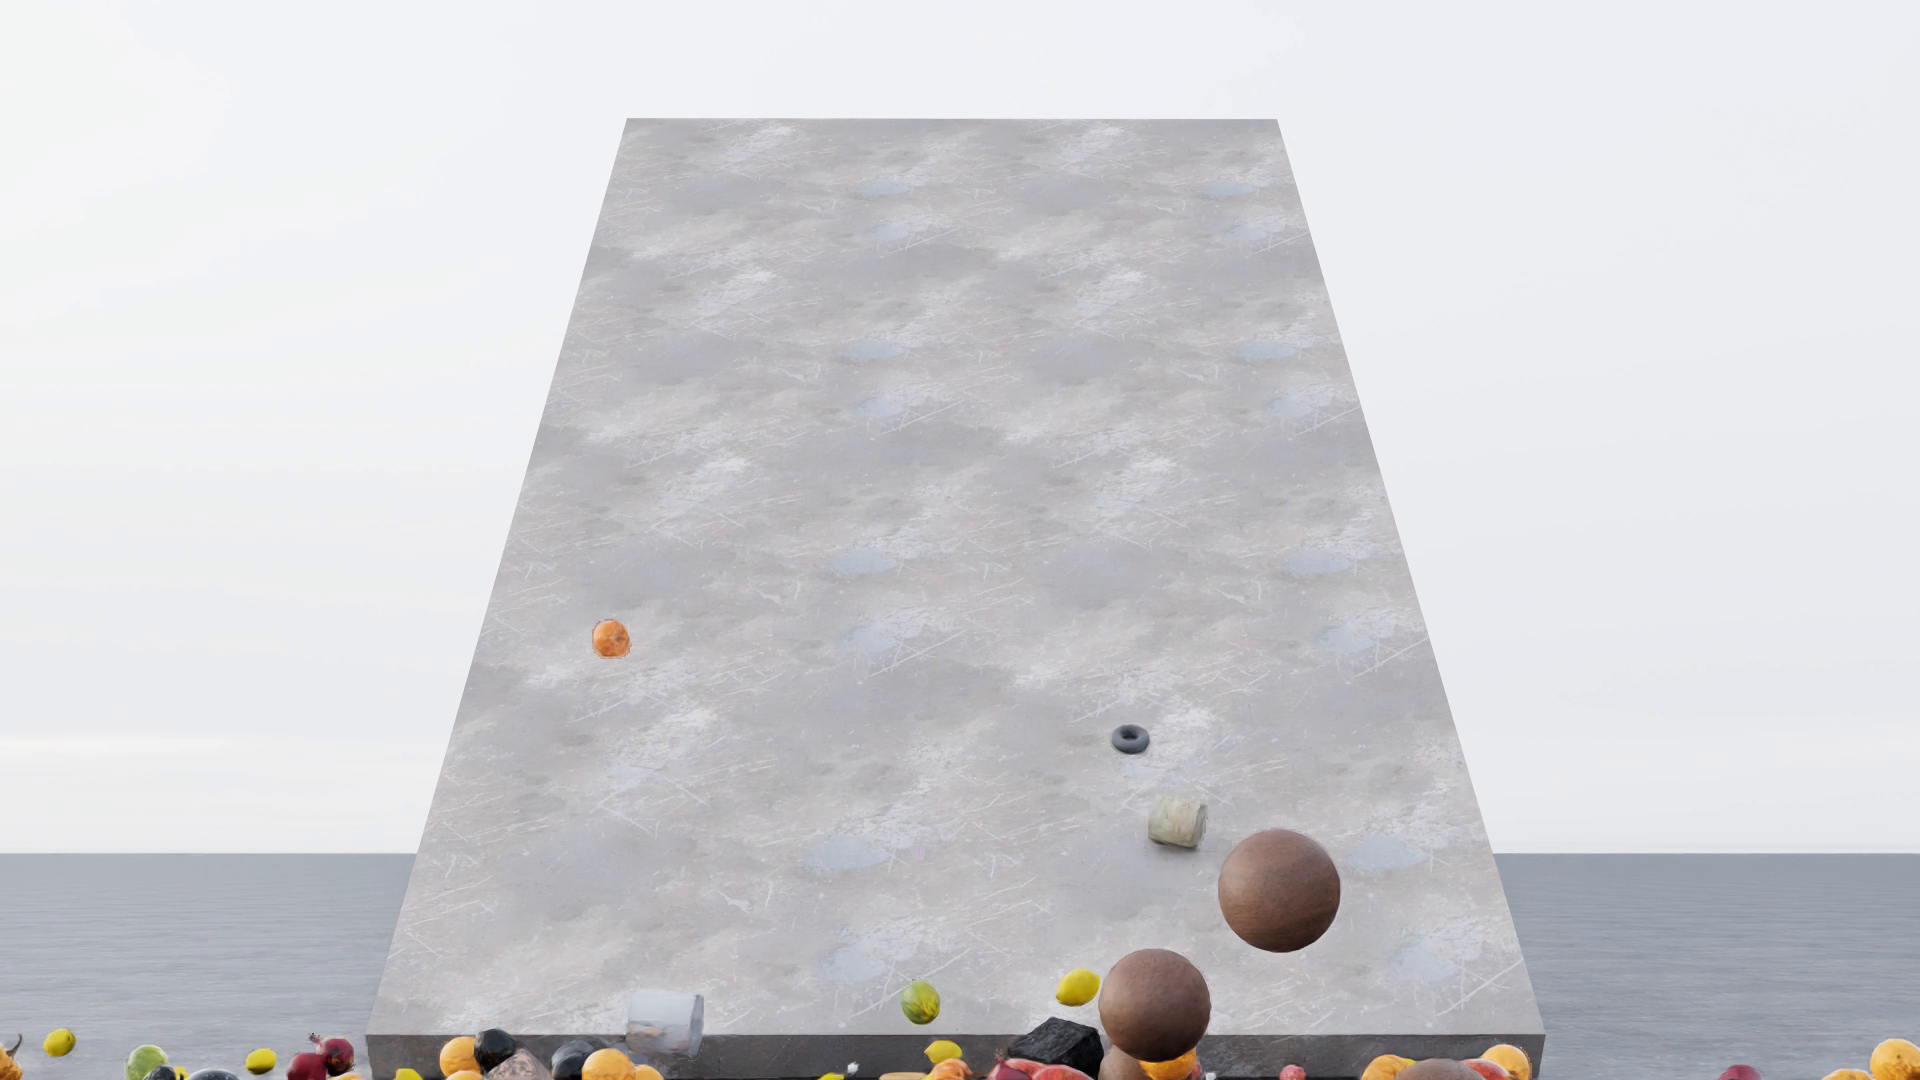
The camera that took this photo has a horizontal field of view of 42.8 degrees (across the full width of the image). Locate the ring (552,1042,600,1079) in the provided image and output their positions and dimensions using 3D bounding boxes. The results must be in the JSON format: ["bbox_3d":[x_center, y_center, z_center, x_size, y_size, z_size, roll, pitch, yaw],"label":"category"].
[{"bbox_3d":[-0.639,0.867,4.075,0.080,0.027,0.080,2,36,-1],"label":"ring"}]

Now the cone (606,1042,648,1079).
[{"bbox_3d":[-0.532,0.839,3.859,0.067,0.067,0.067,14,31,-9],"label":"cone"}]

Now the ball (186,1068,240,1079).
[{"bbox_3d":[-1.000,0.756,3.273,0.099,0.099,0.099,0,-7,0],"label":"ball"}]

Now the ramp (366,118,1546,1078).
[{"bbox_3d":[-0.015,-0.187,5.867,2.000,0.100,4.000,0,32,0],"label":"ramp"}]

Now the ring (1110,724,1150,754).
[{"bbox_3d":[0.337,0.393,4.833,0.078,0.026,0.078,1,33,-1],"label":"ring"}]

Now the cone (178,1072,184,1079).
[{"bbox_3d":[-1.093,0.786,3.434,0.079,0.079,0.079,0,-7,0],"label":"cone"}]

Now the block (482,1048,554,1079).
[{"bbox_3d":[-0.593,0.751,3.327,0.071,0.071,0.071,-35,-48,-4],"label":"block"}]

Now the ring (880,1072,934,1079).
[{"bbox_3d":[-0.086,0.872,3.927,0.094,0.031,0.094,1,-6,0],"label":"ring"}]

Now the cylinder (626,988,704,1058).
[{"bbox_3d":[-0.417,0.685,3.475,0.090,0.090,0.090,4,-7,7],"label":"cylinder"}]

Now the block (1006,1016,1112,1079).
[{"bbox_3d":[0.147,0.776,3.604,0.097,0.097,0.097,-28,20,-36],"label":"block"}]

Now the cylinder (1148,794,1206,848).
[{"bbox_3d":[0.404,0.523,4.562,0.086,0.086,0.086,9,-4,17],"label":"cylinder"}]
